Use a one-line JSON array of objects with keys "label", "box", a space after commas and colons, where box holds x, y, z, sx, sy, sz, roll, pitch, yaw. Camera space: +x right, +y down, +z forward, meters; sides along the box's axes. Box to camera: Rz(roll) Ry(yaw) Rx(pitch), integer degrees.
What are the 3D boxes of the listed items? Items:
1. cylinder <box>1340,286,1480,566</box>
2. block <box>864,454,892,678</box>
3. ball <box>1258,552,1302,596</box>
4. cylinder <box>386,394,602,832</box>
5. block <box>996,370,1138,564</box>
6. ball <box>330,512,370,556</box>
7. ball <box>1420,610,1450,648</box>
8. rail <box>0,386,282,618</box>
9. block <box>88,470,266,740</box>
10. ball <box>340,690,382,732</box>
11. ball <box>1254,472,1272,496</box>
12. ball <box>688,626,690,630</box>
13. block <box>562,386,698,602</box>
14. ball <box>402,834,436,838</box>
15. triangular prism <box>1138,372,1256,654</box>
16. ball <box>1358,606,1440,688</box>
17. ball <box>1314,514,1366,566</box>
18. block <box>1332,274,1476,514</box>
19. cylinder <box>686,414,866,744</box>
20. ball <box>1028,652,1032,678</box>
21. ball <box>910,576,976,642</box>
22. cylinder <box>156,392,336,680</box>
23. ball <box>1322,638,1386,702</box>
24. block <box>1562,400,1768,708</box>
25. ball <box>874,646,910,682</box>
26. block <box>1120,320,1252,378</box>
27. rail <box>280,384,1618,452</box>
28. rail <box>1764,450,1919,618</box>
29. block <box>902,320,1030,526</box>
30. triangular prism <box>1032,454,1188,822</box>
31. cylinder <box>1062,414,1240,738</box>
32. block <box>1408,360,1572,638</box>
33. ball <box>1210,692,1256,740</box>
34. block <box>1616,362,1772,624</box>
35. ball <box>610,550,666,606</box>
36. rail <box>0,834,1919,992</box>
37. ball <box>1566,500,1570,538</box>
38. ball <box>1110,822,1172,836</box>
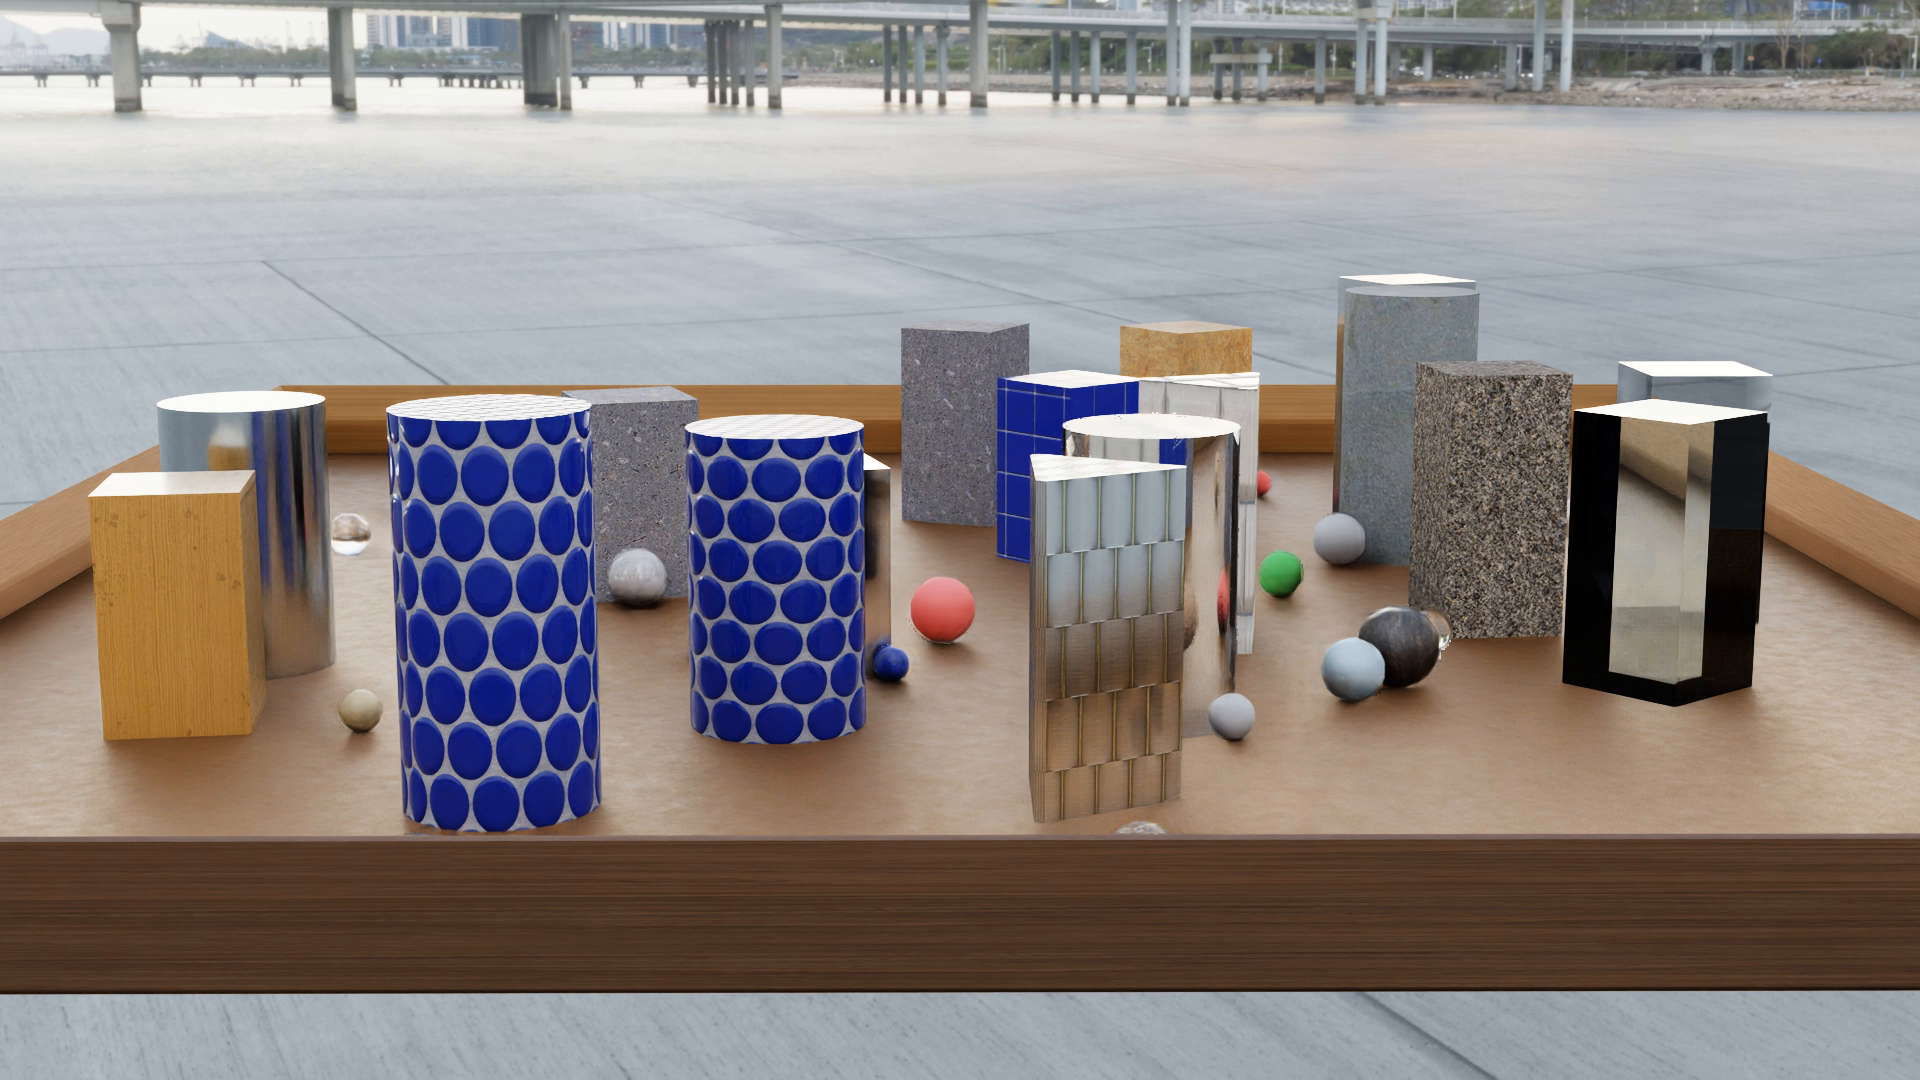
[{"label": "cylinder", "box": [0.670, -0.174, 3.836, 0.196, 0.396, 0.196, 0, 11, 0]}, {"label": "block", "box": [-0.181, 0.030, 3.128, 0.157, 0.253, 0.157, -3, 11, -16]}, {"label": "ball", "box": [0.444, 0.047, 3.560, 0.061, 0.061, 0.061, 0, 11, 0]}, {"label": "cylinder", "box": [-0.457, 0.067, 2.528, 0.196, 0.398, 0.196, 0, 11, 0]}, {"label": "block", "box": [0.166, -0.106, 3.815, 0.157, 0.269, 0.157, -9, 14, -40]}, {"label": "ball", "box": [-0.917, -0.008, 3.849, 0.065, 0.065, 0.065, 0, 11, 0]}, {"label": "ball", "box": [0.589, 0.114, 3.222, 0.053, 0.053, 0.053, 0, 11, 0]}, {"label": "rail", "box": [-1.255, 0.034, 3.442, 0.045, 0.128, 2.890, 0, 11, 0]}, {"label": "block", "box": [-0.870, 0.069, 2.866, 0.157, 0.270, 0.157, -2, 11, -9]}, {"label": "ball", "box": [-0.662, 0.189, 2.835, 0.047, 0.047, 0.047, 0, 11, 0]}, {"label": "ball", "box": [0.512, -0.097, 4.391, 0.041, 0.041, 0.041, 0, 11, 0]}, {"label": "ball", "box": [-0.314, 0.110, 3.237, 0.055, 0.055, 0.055, 0, 11, 0]}, {"label": "block", "box": [-0.460, -0.066, 3.588, 0.157, 0.274, 0.157, -4, 11, -20]}, {"label": "ball", "box": [-0.468, 0.290, 2.215, 0.073, 0.073, 0.073, 0, 11, 0]}, {"label": "triangular prism", "box": [0.338, -0.041, 3.288, 0.170, 0.334, 0.147, 8, 13, 37]}, {"label": "ball", "box": [0.518, 0.126, 3.035, 0.097, 0.097, 0.097, 0, 11, 0]}, {"label": "ball", "box": [0.559, -0.001, 3.778, 0.076, 0.076, 0.076, 0, 11, 0]}, {"label": "block", "box": [0.714, -0.226, 4.135, 0.157, 0.389, 0.157, -4, 11, -22]}, {"label": "cylinder", "box": [-0.204, 0.039, 2.851, 0.196, 0.334, 0.196, 0, 11, 0]}, {"label": "ball", "box": [0.112, 0.147, 3.012, 0.065, 0.065, 0.065, 0, 11, 0]}, {"label": "ball", "box": [-0.022, 0.089, 3.274, 0.084, 0.084, 0.084, 0, 11, 0]}, {"label": "cylinder", "box": [-0.869, -0.008, 3.134, 0.196, 0.325, 0.196, 0, 11, 0]}, {"label": "ball", "box": [0.455, 0.150, 2.970, 0.074, 0.074, 0.074, 0, 11, 0]}, {"label": "block", "box": [0.829, 0.011, 3.024, 0.157, 0.328, 0.157, -9, 14, -40]}, {"label": "ball", "box": [-0.082, 0.148, 3.066, 0.043, 0.043, 0.043, 0, 11, 0]}, {"label": "block", "box": [0.379, -0.214, 4.333, 0.157, 0.293, 0.157, -7, 13, -34]}, {"label": "rail", "box": [-0.008, -0.226, 4.846, 2.557, 0.128, 0.045, 0, 11, 0]}, {"label": "rail", "box": [1.255, 0.032, 3.456, 0.045, 0.128, 2.890, 0, 11, 0]}, {"label": "block", "box": [0.009, -0.193, 4.168, 0.157, 0.311, 0.157, 5, 11, 24]}, {"label": "triangular prism", "box": [0.112, 0.090, 2.570, 0.170, 0.337, 0.147, -6, 12, -30]}, {"label": "cylinder", "box": [0.212, 0.037, 2.868, 0.196, 0.332, 0.196, 0, 11, 0]}, {"label": "block", "box": [0.690, -0.056, 3.351, 0.157, 0.339, 0.157, -1, 11, -7]}, {"label": "ball", "box": [0.298, 0.192, 2.804, 0.051, 0.051, 0.051, 0, 11, 0]}, {"label": "block", "box": [0.972, -0.065, 3.426, 0.157, 0.330, 0.157, 0, 11, -2]}, {"label": "ball", "box": [-0.438, 0.052, 3.489, 0.078, 0.078, 0.078, 0, 11, 0]}, {"label": "rail", "box": [0.008, 0.292, 2.051, 2.557, 0.128, 0.045, 0, 11, 0]}, {"label": "ball", "box": [0.954, -0.033, 3.995, 0.061, 0.061, 0.061, 0, 11, 0]}, {"label": "ball", "box": [0.159, 0.283, 2.259, 0.071, 0.071, 0.071, 0, 11, 0]}]
